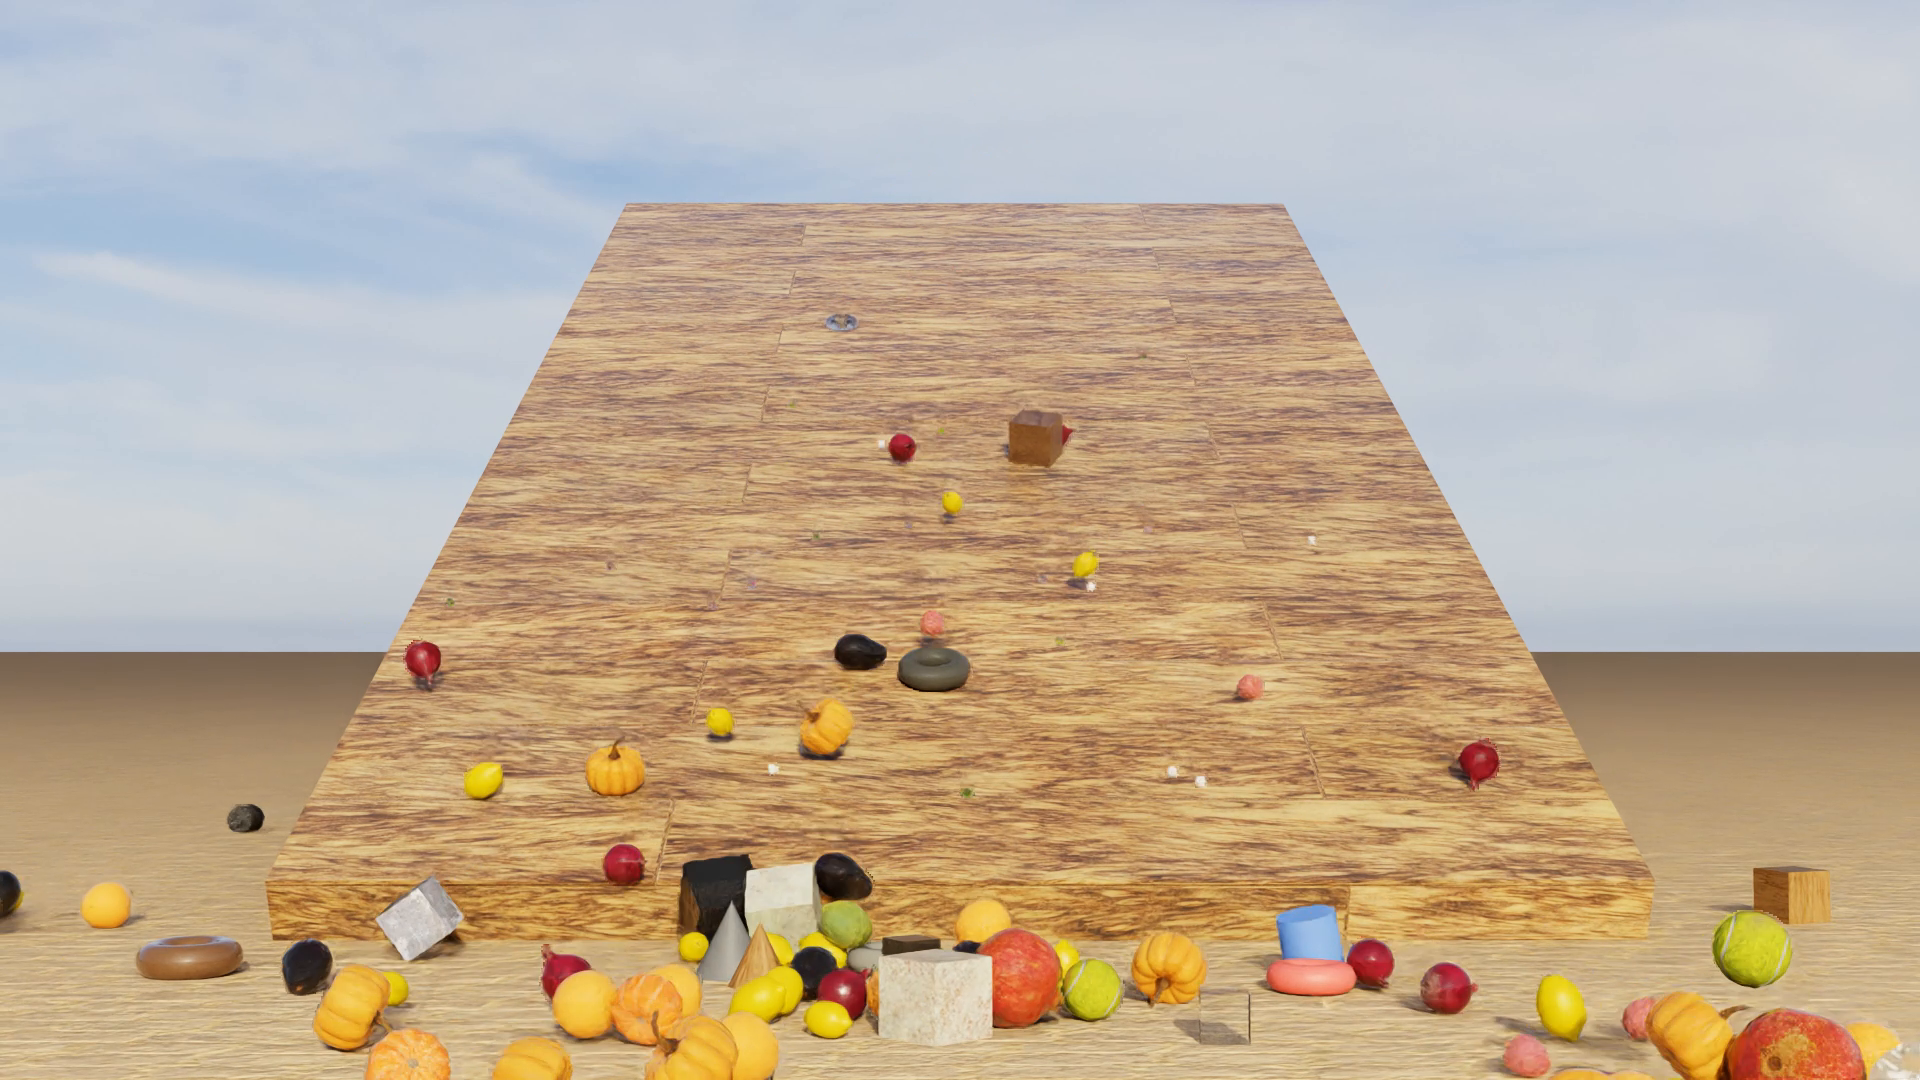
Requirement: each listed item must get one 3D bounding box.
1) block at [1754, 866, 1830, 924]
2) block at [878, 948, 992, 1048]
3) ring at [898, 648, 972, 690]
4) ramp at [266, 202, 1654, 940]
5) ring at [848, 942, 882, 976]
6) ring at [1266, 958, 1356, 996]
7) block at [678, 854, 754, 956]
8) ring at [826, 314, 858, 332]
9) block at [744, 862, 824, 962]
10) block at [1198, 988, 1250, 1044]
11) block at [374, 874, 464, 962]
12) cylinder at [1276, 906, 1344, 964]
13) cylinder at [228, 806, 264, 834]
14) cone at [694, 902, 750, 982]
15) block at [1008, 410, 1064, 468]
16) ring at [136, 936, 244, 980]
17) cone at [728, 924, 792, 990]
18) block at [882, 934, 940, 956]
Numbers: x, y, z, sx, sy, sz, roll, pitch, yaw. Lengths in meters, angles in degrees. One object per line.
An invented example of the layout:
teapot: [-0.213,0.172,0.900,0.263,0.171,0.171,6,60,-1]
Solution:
block: [1.297,0.554,3.588,0.080,0.080,0.080,1,-3,-21]
block: [-0.027,0.501,2.521,0.088,0.088,0.088,-3,-4,45]
ring: [-0.043,0.219,3.918,0.125,0.042,0.125,1,21,0]
ramp: [-0.007,-0.222,5.180,2.000,0.100,4.000,0,22,0]
ring: [-0.095,0.550,3.021,0.106,0.035,0.106,-1,-1,0]
ring: [0.436,0.542,2.855,0.110,0.037,0.110,0,-4,0]
block: [-0.331,0.507,3.189,0.092,0.092,0.092,-4,39,-21]
ring: [-0.298,-0.548,5.807,0.083,0.028,0.083,1,22,0]
block: [-0.235,0.502,3.093,0.091,0.091,0.091,-8,29,2]
block: [0.287,0.517,2.499,0.053,0.053,0.053,0,-3,3]
block: [-0.736,0.516,3.139,0.074,0.074,0.074,-35,4,5]
cylinder: [0.452,0.519,2.963,0.077,0.077,0.077,-11,4,1]
cylinder: [-1.641,0.641,5.284,0.060,0.060,0.060,0,-3,10]
cone: [-0.296,0.517,2.985,0.097,0.097,0.097,0,-3,0]
block: [0.163,-0.217,4.916,0.091,0.091,0.091,8,24,18]
ring: [-1.004,0.544,2.999,0.134,0.045,0.134,-1,-1,0]
cone: [-0.252,0.522,2.903,0.080,0.080,0.080,0,-3,0]
block: [-0.062,0.537,2.948,0.054,0.054,0.054,2,-3,-31]
